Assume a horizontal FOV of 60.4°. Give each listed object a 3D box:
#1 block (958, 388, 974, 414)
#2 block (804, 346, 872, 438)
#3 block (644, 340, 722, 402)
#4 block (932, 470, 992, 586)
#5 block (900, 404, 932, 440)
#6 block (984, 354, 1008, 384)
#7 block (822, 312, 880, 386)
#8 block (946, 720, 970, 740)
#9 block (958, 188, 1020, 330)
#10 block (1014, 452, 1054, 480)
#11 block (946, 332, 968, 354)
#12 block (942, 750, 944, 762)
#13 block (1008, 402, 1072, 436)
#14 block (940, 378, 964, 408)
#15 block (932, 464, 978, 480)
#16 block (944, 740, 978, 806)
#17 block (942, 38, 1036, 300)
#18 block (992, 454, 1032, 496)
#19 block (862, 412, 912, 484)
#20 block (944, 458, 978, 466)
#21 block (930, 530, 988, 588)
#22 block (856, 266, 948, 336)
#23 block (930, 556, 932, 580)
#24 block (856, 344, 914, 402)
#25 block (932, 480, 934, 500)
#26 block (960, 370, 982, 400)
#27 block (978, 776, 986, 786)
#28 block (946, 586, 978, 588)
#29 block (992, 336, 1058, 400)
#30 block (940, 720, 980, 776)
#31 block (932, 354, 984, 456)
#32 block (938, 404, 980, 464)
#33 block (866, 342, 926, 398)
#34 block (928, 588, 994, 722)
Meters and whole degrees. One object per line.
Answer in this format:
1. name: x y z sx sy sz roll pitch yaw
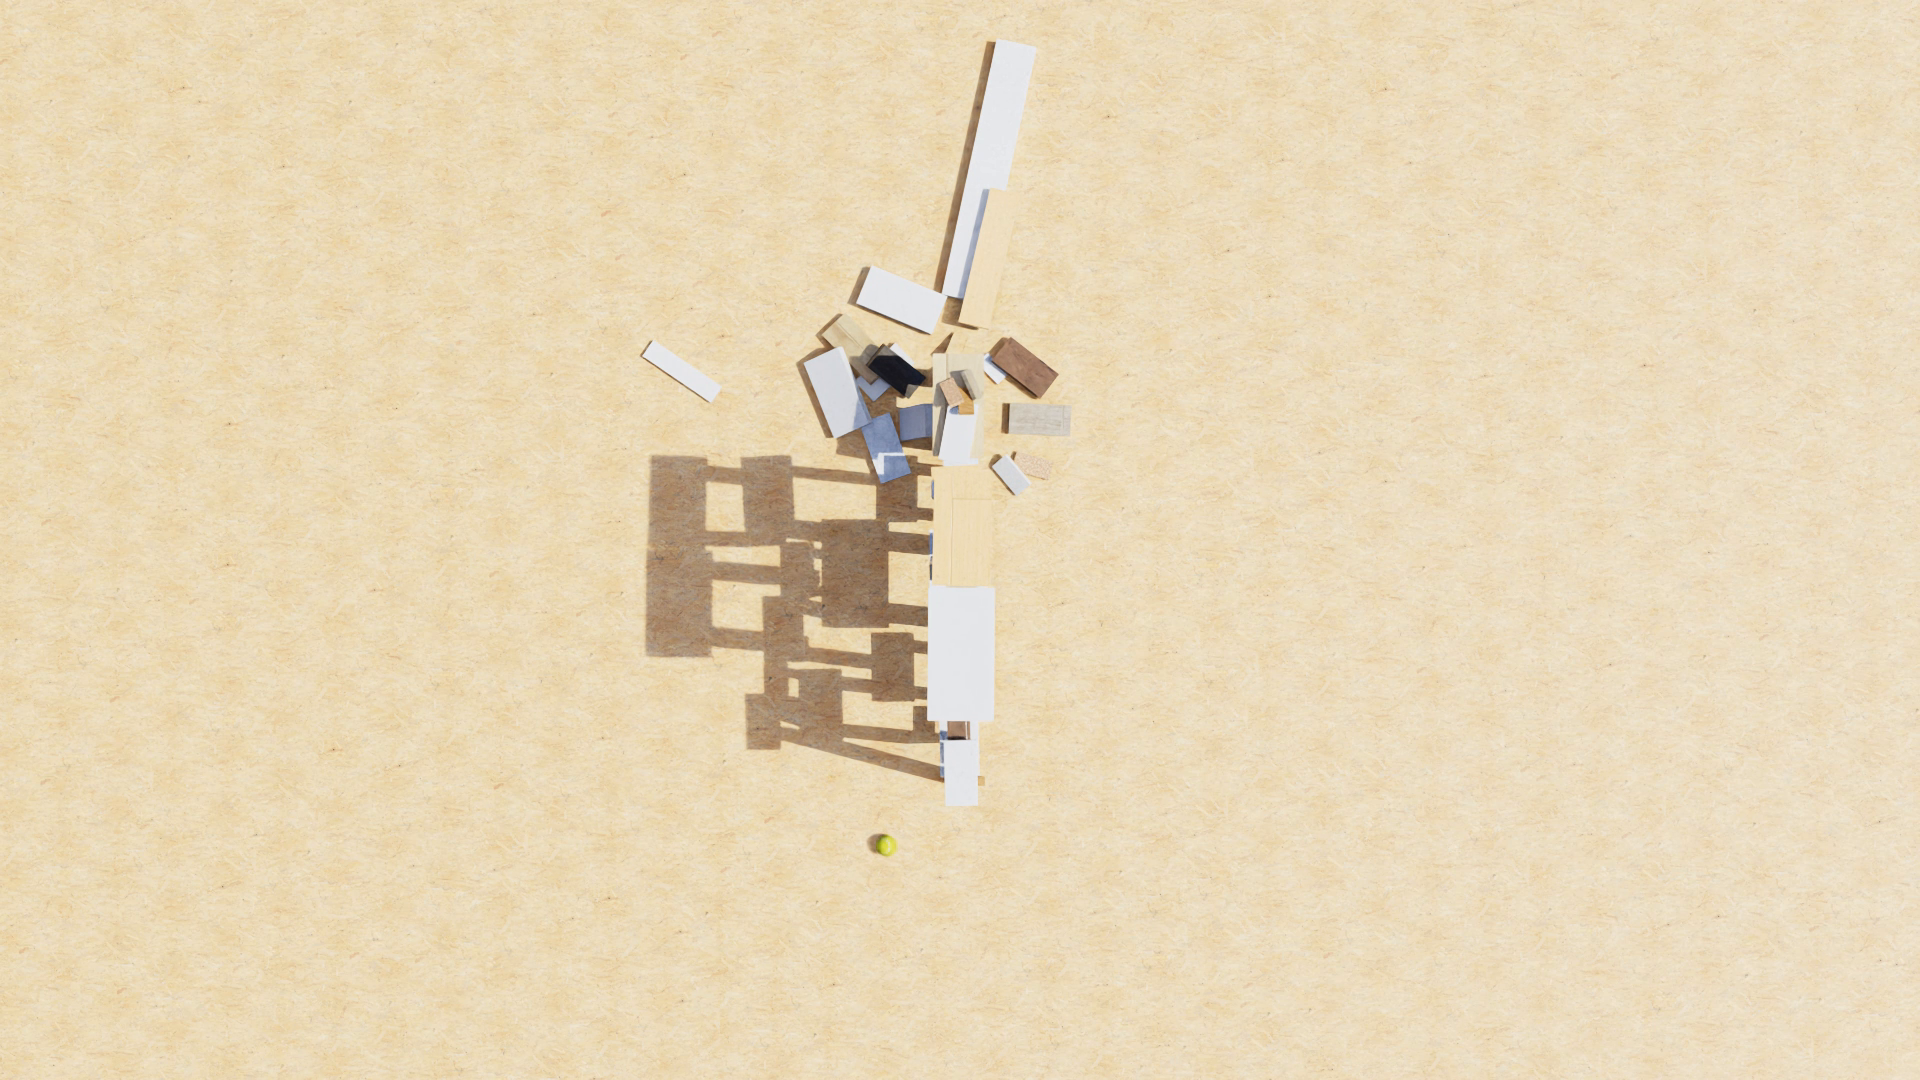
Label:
1. block: 0.018 -0.430 5.105 0.047 0.013 0.095 0 60 -6
2. block: -0.403 -0.487 5.458 0.135 0.038 0.270 -22 90 21
3. block: -0.924 -0.561 5.491 0.275 0.018 0.064 34 90 0
4. block: 0.006 -0.031 4.446 0.154 0.044 0.309 1 90 0
5. block: -0.143 -0.385 5.397 0.030 0.213 0.107 -2 90 -24
6. block: 0.108 -0.570 5.493 0.049 0.014 0.098 -44 90 0
7. block: -0.338 -0.633 5.468 0.107 0.030 0.233 -44 82 0
8. block: -0.004 0.542 4.822 0.068 0.019 0.136 -2 90 0
9. block: 0.098 -0.928 5.447 0.102 0.029 0.455 13 90 0
10. block: 0.242 -0.247 5.491 0.128 0.018 0.064 16 90 0
11. block: -0.013 -0.641 5.471 0.049 0.014 0.098 21 62 0
12. block: -0.004 0.638 4.874 0.094 0.188 0.027 -5 78 0
13. block: 0.266 -0.400 5.486 0.204 0.029 0.102 3 90 0
14. block: -0.025 -0.456 5.106 0.047 0.013 0.095 -24 58 0
15. block: -0.007 -0.078 4.796 0.137 0.039 0.275 -3 90 0
16. block: 0.003 0.672 4.766 0.094 0.027 0.188 -1 91 0
17. block: 0.097 -1.223 5.481 0.135 0.038 0.866 12 90 0
18. block: 0.172 -0.216 5.477 0.064 0.018 0.128 -40 90 27
19. block: -0.248 -0.305 5.485 0.107 0.030 0.213 -20 90 0
20. block: 0.002 -0.149 5.262 0.111 0.031 0.222 0 90 0
21. block: -0.005 0.147 5.115 0.180 0.051 0.359 0 90 0
22. block: -0.193 -0.796 5.481 0.270 0.038 0.135 22 90 0
23. block: -0.007 0.075 4.623 0.154 0.309 0.044 -2 94 0
24. block: -0.250 -0.557 5.487 0.187 0.027 0.094 -43 90 0
25. block: -0.001 -0.138 4.622 0.154 0.309 0.044 1 90 0
26. block: 0.037 -0.481 5.113 0.013 0.047 0.094 -24 90 31
27. block: 0.010 0.749 5.140 0.094 0.719 0.027 -1 82 -3
28. block: 0.004 0.155 4.891 0.093 0.026 0.186 0 90 0
29. block: 0.217 -0.571 5.478 0.204 0.029 0.102 38 83 -1
30. block: -0.003 0.595 4.985 0.118 0.033 0.236 -1 90 0
31. block: -0.005 -0.422 5.159 0.159 0.045 0.318 0 90 0
32. block: -0.004 -0.335 5.123 0.094 0.027 0.187 10 90 0
33. block: -0.211 -0.556 5.439 0.187 0.027 0.094 37 95 -30
34. block: 0.003 0.307 4.454 0.179 0.051 0.357 0 90 0
